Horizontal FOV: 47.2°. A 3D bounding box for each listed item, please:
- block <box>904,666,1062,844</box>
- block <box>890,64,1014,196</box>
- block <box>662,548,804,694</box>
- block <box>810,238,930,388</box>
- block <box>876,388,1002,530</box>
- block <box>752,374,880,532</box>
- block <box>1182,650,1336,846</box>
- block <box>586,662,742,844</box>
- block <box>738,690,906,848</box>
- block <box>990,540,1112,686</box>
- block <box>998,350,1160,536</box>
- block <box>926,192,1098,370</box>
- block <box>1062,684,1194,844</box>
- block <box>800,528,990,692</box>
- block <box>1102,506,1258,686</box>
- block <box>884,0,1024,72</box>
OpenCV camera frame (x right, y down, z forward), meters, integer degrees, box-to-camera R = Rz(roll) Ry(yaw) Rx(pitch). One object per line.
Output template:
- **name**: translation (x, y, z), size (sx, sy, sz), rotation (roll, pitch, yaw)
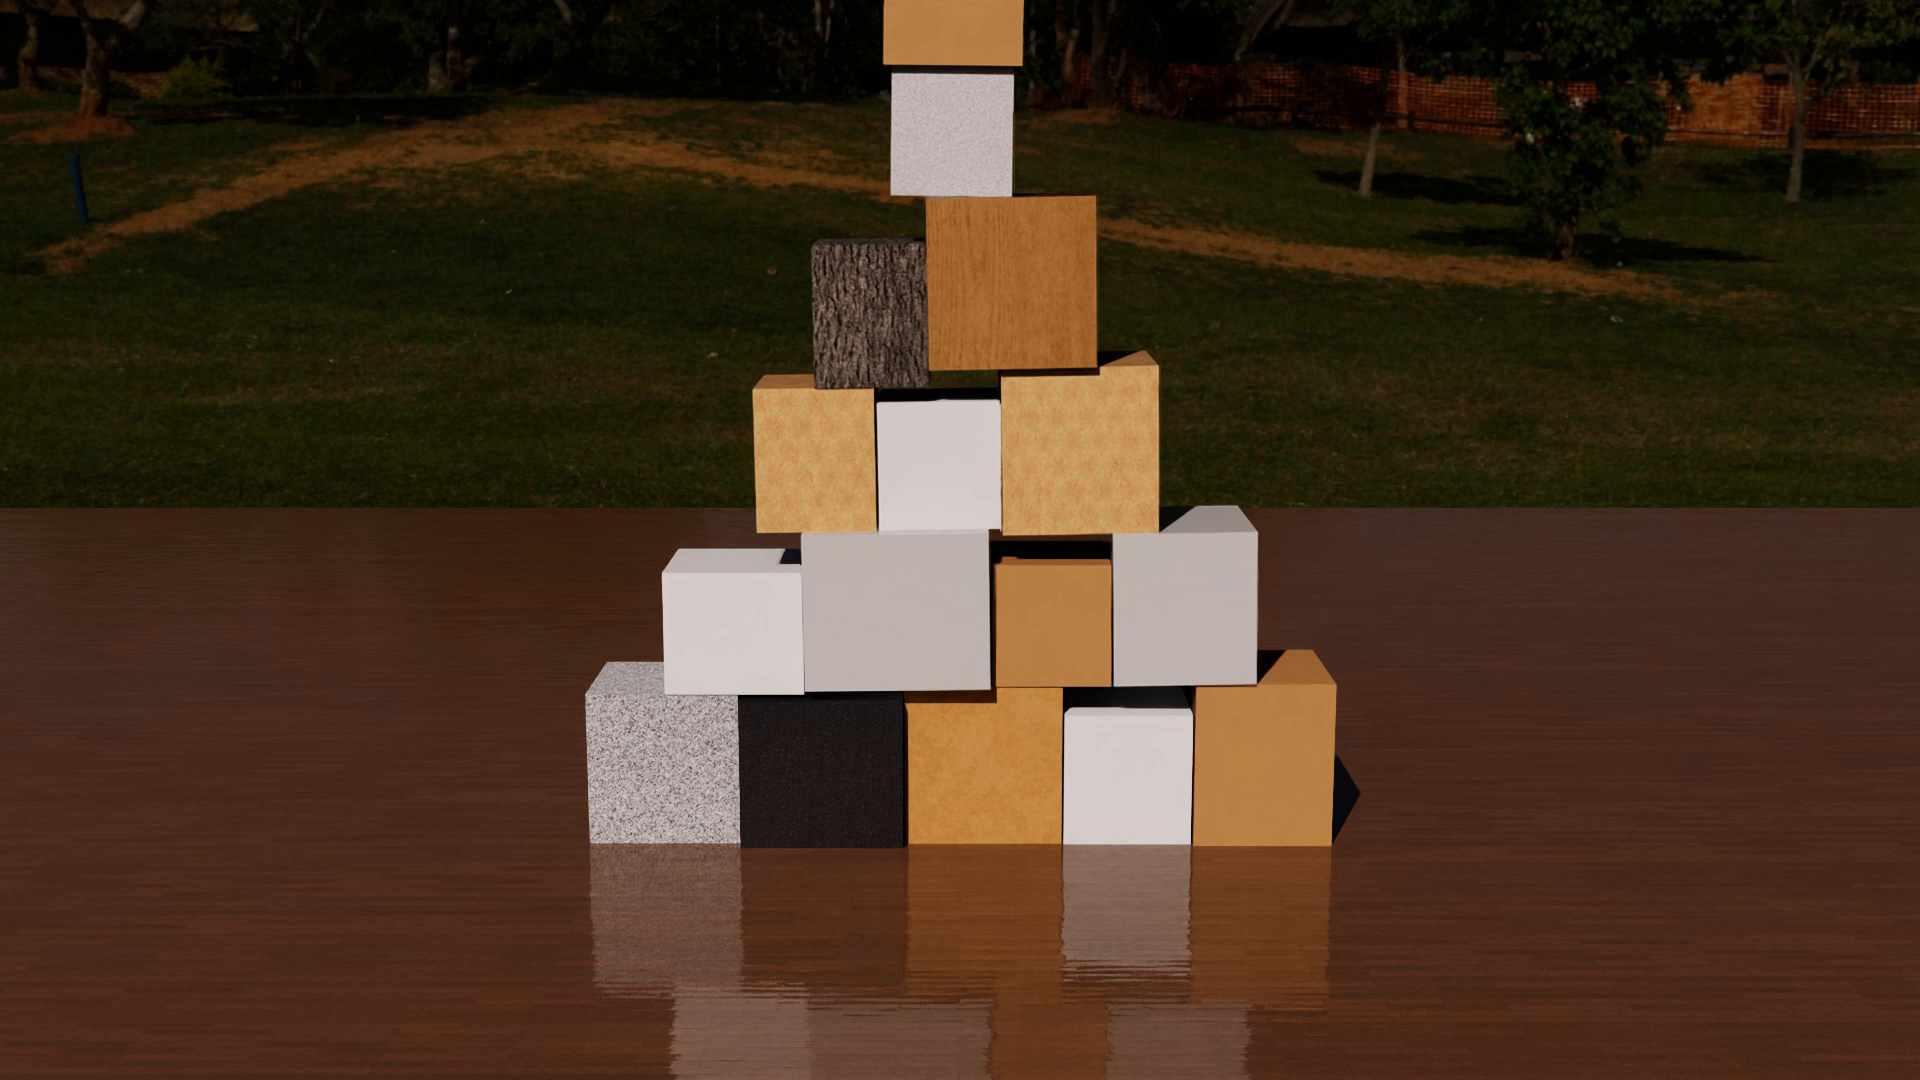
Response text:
- **block**: translation (0.119, 1.069, 11.392), size (0.789, 0.820, 0.700), rotation (0, 10, 0)
- **block**: translation (-0.038, -2.008, 10.806), size (0.581, 0.612, 0.635), rotation (1, 10, 0)
- **block**: translation (-1.125, 0.409, 11.245), size (0.695, 0.618, 0.657), rotation (0, 10, 0)
- **block**: translation (-0.434, -1.141, 10.965), size (0.557, 0.691, 0.667), rotation (-1, 10, 0)
- **block**: translation (-0.101, -0.418, 11.113), size (0.606, 0.631, 0.619), rotation (-1, 10, 0)
- **block**: translation (-0.710, -0.448, 11.097), size (0.591, 0.712, 0.662), rotation (-1, 10, 0)
- **block**: translation (1.524, 1.062, 11.381), size (0.697, 0.838, 0.756), rotation (0, 10, 0)
- **block**: translation (-1.492, 1.090, 11.396), size (0.761, 0.777, 0.693), rotation (0, 10, 0)
- **block**: translation (-0.693, 1.106, 11.377), size (0.816, 0.754, 0.811), rotation (0, 10, 0)
- **block**: translation (0.457, 0.367, 11.240), size (0.593, 0.617, 0.671), rotation (0, 10, 0)
- **block**: translation (0.588, -0.503, 11.109), size (0.766, 0.824, 0.775), rotation (-1, 10, 0)
- **block**: translation (0.249, -1.299, 10.927), size (0.812, 0.819, 0.797), rotation (-1, 10, 0)
- **block**: translation (0.844, 1.143, 11.407), size (0.643, 0.670, 0.728), rotation (0, 10, 0)
- **block**: translation (-0.313, 0.286, 11.218), size (0.919, 0.786, 0.831), rotation (-1, 10, 0)
- **block**: translation (1.112, 0.272, 11.245), size (0.709, 0.768, 0.805), rotation (-1, 10, 0)
- **block**: translation (-0.029, -2.665, 10.704), size (0.659, 0.717, 0.758), rotation (1, 10, 0)
